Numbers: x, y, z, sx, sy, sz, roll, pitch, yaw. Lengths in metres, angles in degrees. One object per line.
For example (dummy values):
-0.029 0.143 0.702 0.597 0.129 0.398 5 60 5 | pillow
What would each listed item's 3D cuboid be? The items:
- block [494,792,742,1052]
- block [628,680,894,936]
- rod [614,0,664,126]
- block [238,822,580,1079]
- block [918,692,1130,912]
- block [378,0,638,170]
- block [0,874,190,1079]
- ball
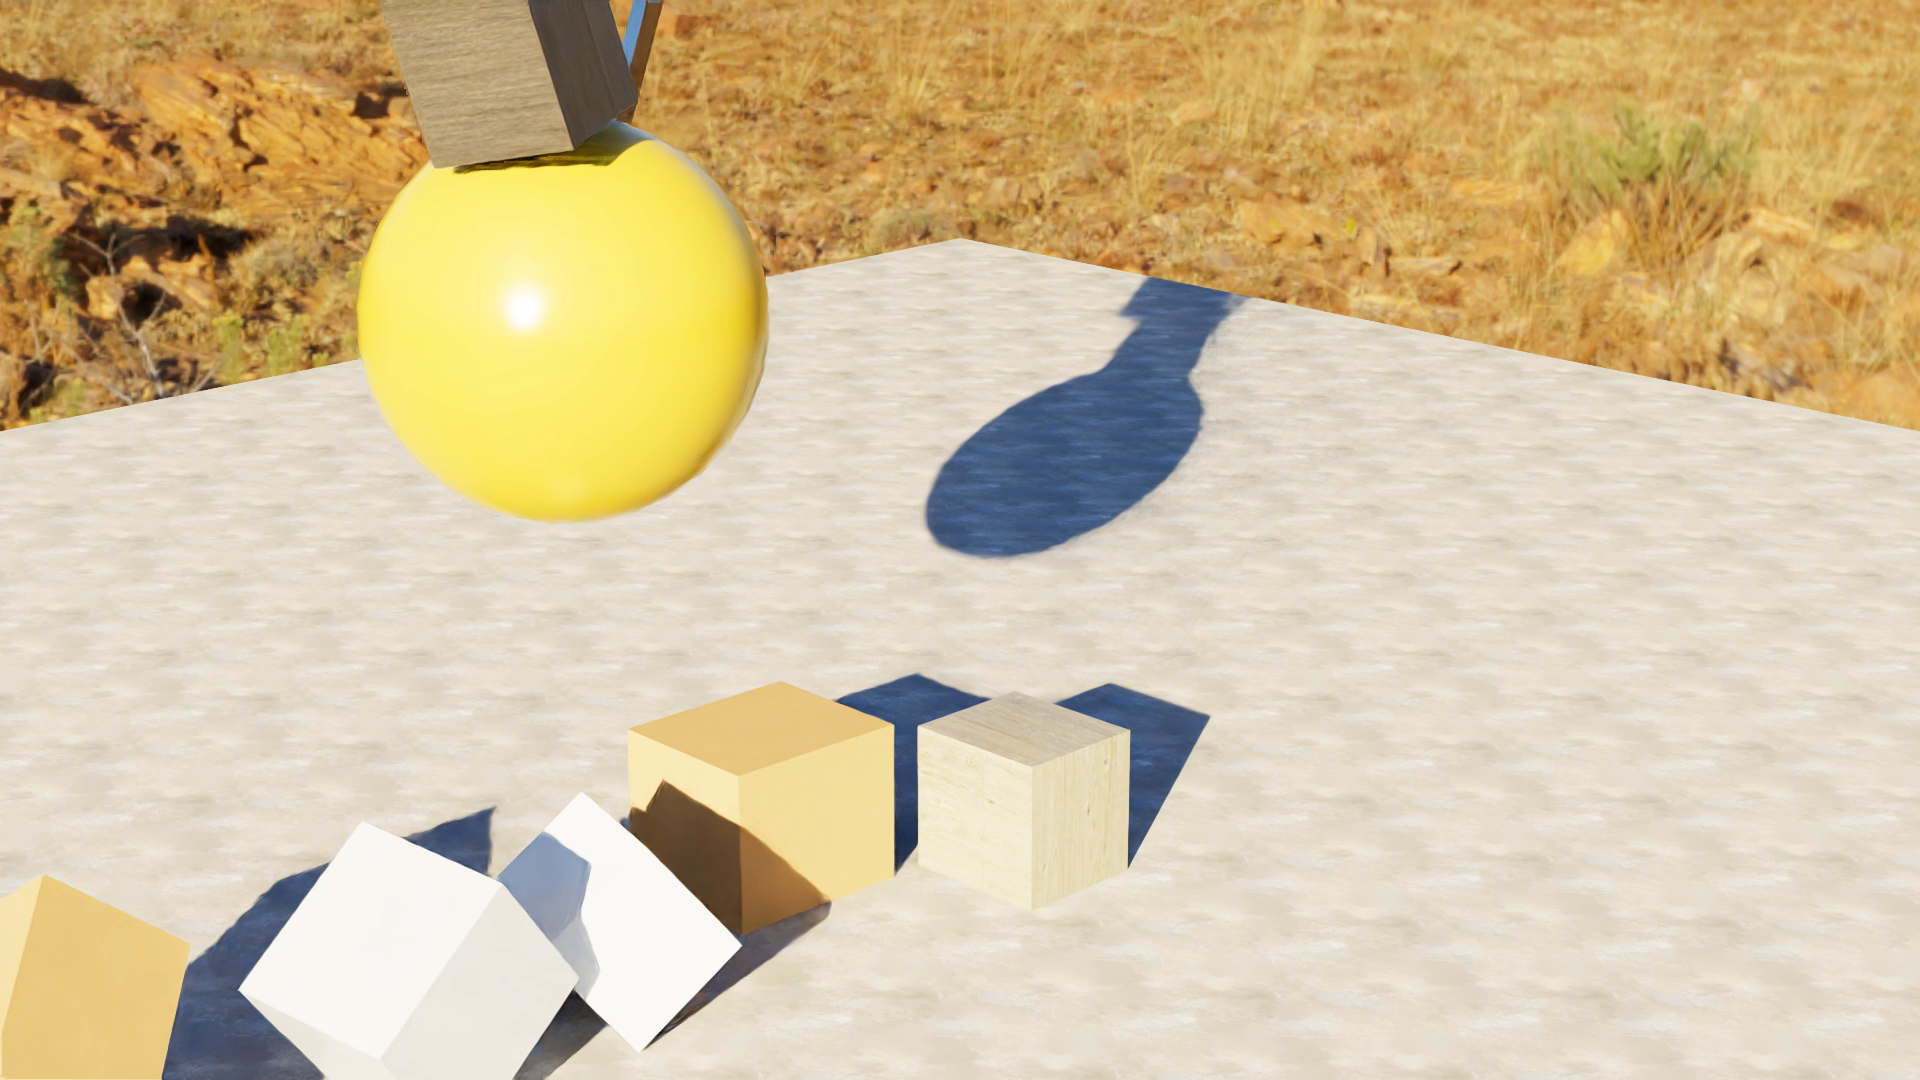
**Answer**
-1.426 1.547 11.939 0.591 0.649 0.687 -46 31 -11 | block
-0.896 1.196 13.292 0.904 0.748 0.783 -16 23 -41 | block
-0.668 -4.143 11.339 0.080 5.200 0.080 17 3 42 | rod
-2.074 1.683 11.116 0.733 0.735 0.779 18 62 31 | block
0.290 1.183 13.429 0.642 0.689 0.720 -17 24 -42 | block
-1.651 -1.796 10.782 0.604 0.645 0.536 -4 26 25 | block
-3.324 1.794 10.562 0.731 0.634 0.792 -29 42 33 | block
-1.542 -0.859 11.456 1.600 1.600 1.600 0 17 0 | ball
